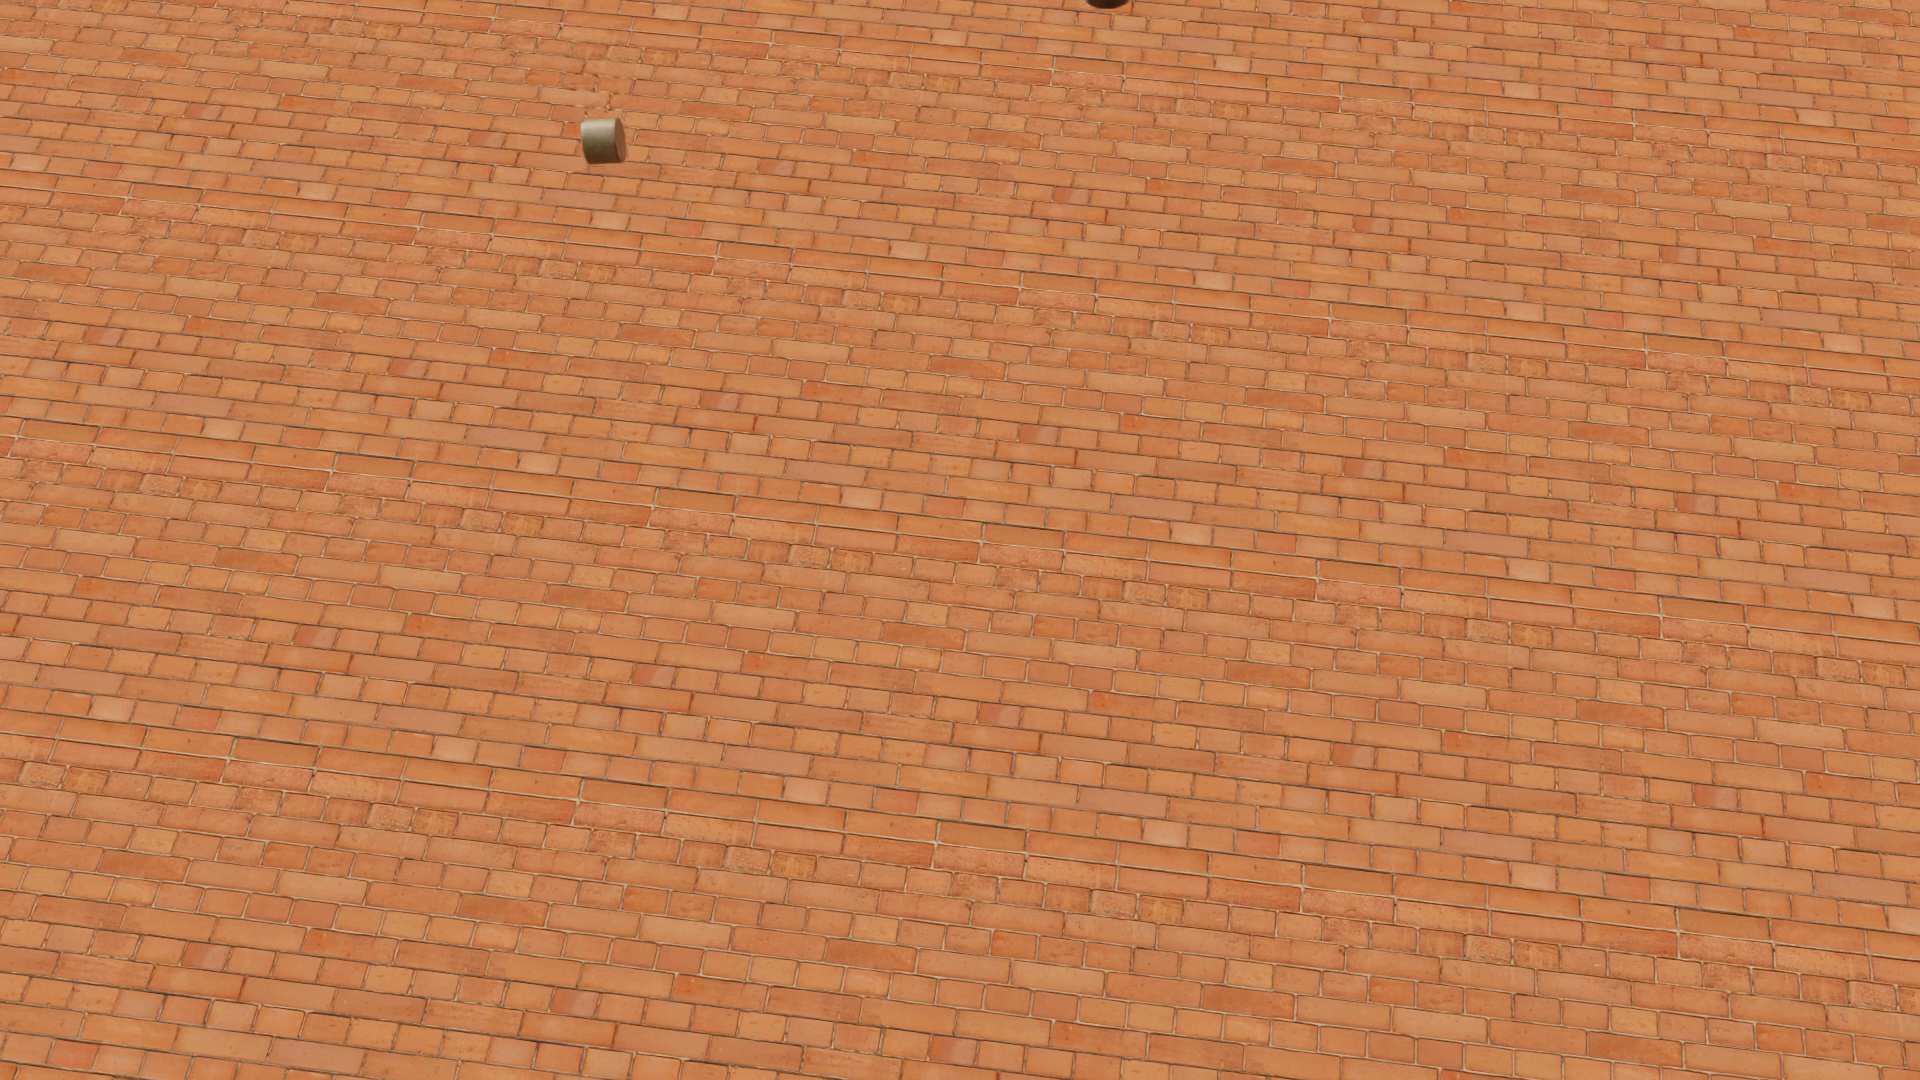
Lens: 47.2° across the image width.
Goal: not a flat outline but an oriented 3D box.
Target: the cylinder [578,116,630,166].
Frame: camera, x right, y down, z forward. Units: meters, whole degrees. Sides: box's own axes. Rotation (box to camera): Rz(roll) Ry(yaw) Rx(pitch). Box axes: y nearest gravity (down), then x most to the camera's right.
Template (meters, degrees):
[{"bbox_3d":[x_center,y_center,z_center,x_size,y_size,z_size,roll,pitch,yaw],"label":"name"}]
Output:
[{"bbox_3d":[-0.603,-0.675,3.720,0.058,0.078,0.067,0,26,26],"label":"cylinder"}]
